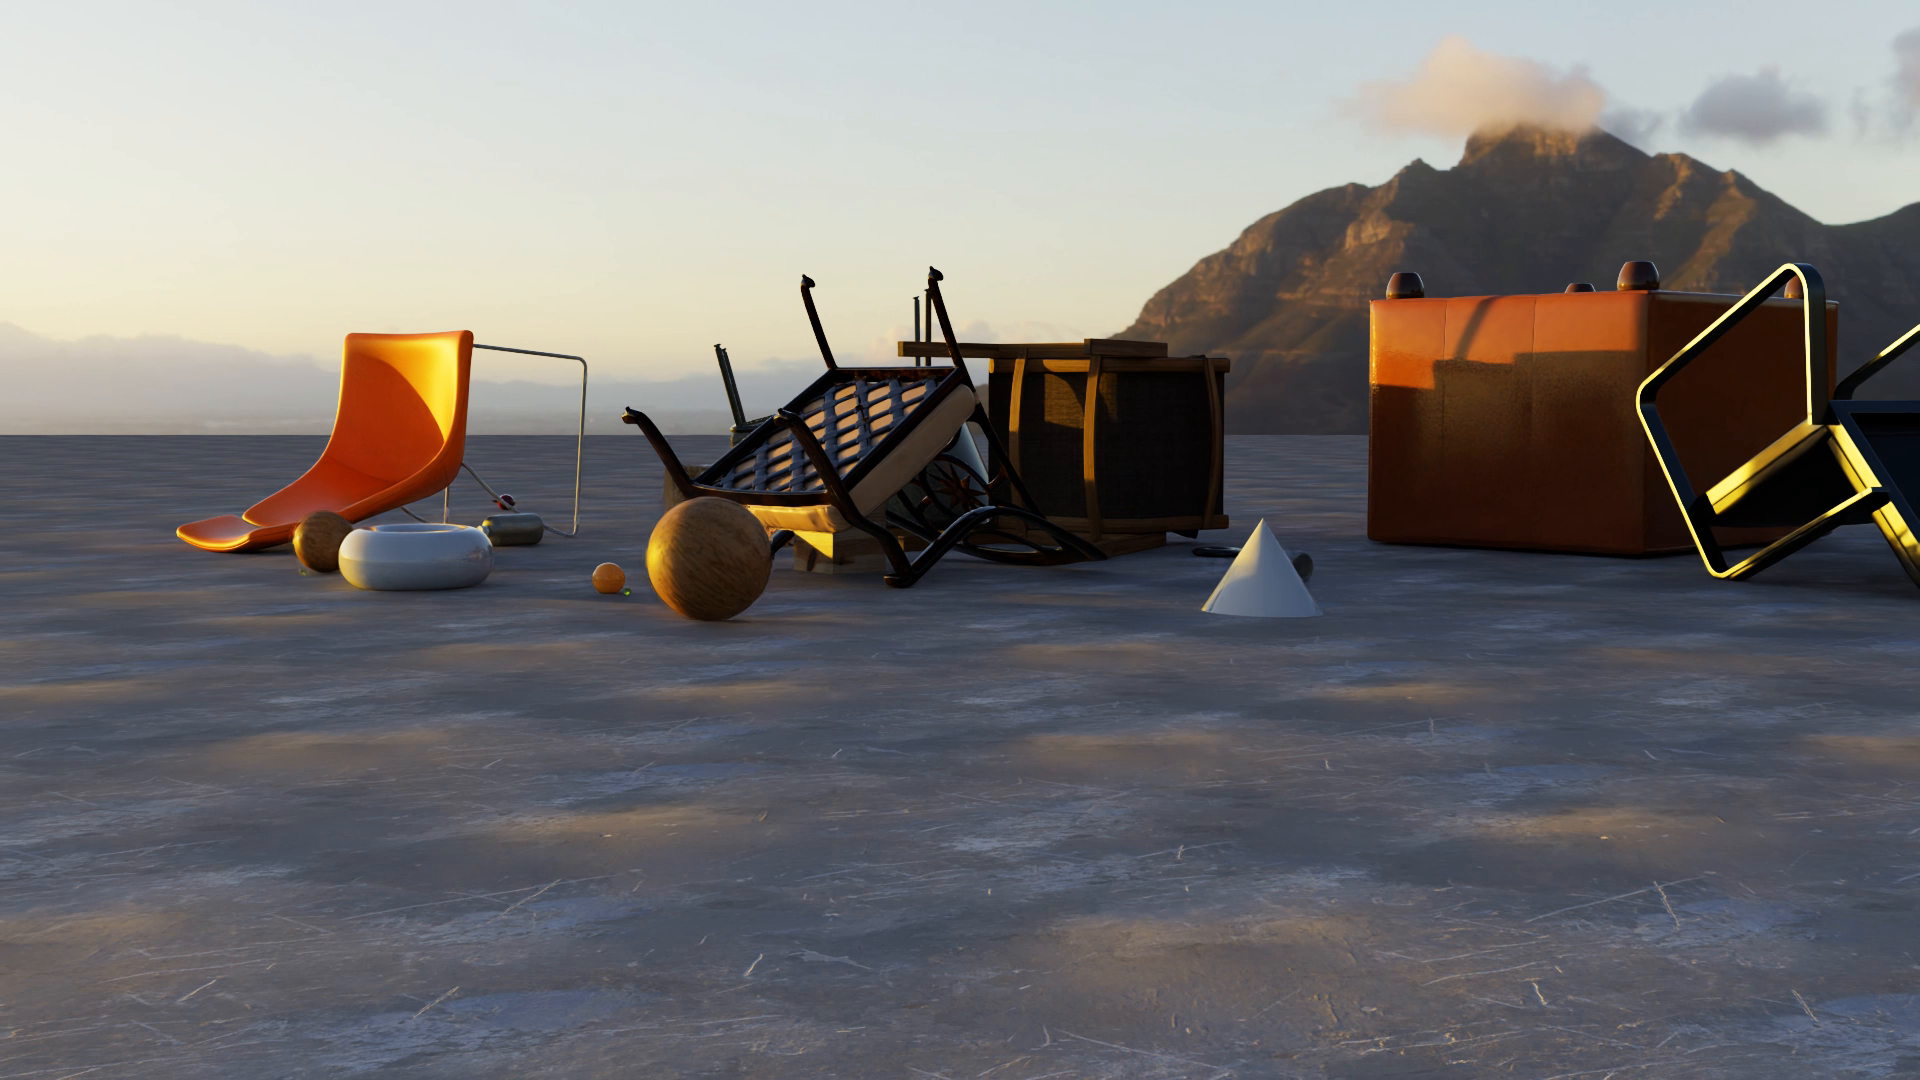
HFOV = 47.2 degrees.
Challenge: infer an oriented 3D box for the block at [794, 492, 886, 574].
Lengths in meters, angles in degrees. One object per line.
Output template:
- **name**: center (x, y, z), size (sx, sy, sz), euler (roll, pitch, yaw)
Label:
- **block**: center (-0.298, -0.019, 5.442), size (0.161, 0.190, 0.165), euler (-3, 5, -39)

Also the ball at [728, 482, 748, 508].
- **ball**: center (-0.779, -0.124, 7.354), size (0.137, 0.137, 0.137), euler (0, 4, 0)

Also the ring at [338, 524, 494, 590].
- **ring**: center (-1.238, 0.039, 5.013), size (0.348, 0.135, 0.345), euler (3, 6, 24)

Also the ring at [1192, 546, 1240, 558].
- **ring**: center (0.695, 0.033, 5.915), size (0.147, 0.022, 0.132), euler (3, 6, 36)

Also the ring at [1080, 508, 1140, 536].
- **ring**: center (0.459, -0.055, 6.763), size (0.157, 0.082, 0.213), euler (-2, 3, -39)

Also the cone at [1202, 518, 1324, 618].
- **cone**: center (0.610, 0.050, 4.436), size (0.264, 0.189, 0.194), euler (4, 5, 42)

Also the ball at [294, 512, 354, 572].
- **ball**: center (-1.554, 0.005, 5.384), size (0.150, 0.150, 0.150), euler (0, 4, 0)

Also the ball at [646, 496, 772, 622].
- **ball**: center (-0.484, 0.036, 4.254), size (0.242, 0.242, 0.242), euler (0, 4, 0)

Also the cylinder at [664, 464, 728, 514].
- **cylinder**: center (-0.797, -0.117, 6.634), size (0.160, 0.220, 0.235), euler (-1, 21, -16)
